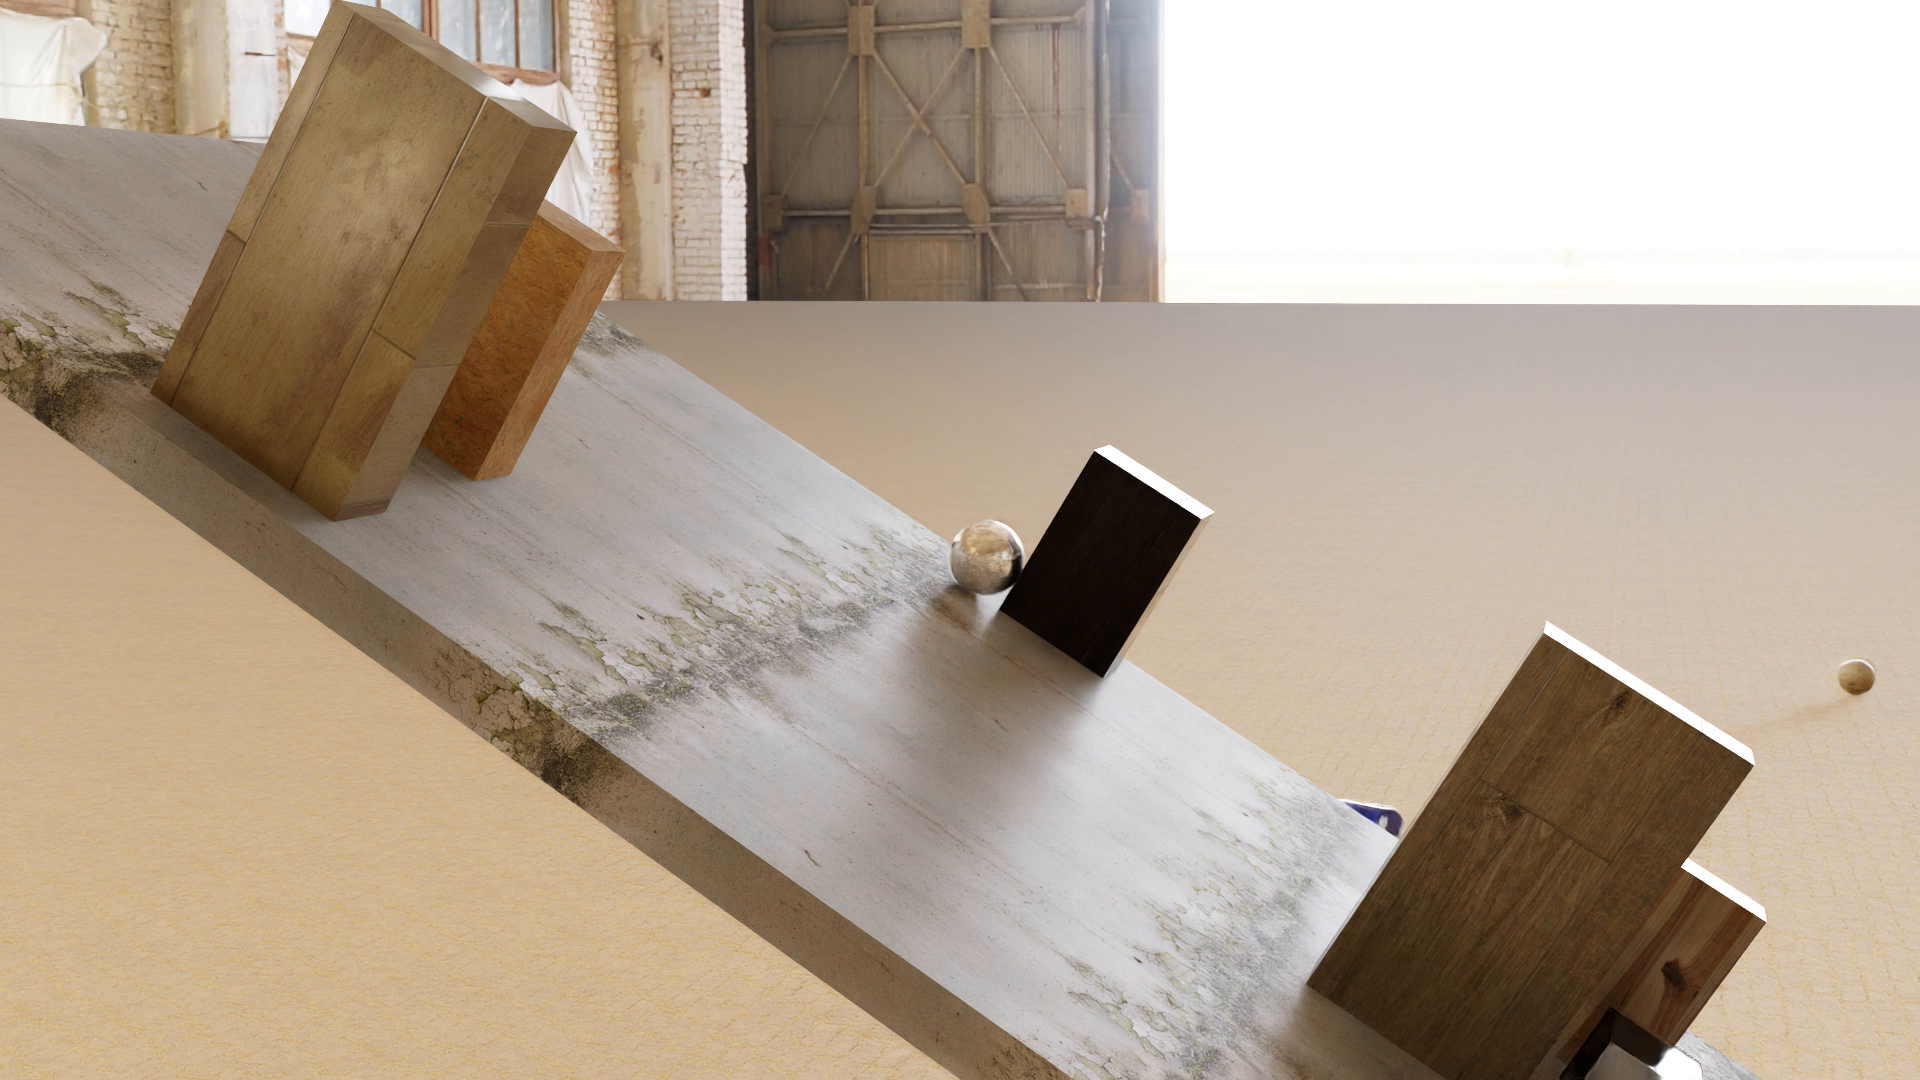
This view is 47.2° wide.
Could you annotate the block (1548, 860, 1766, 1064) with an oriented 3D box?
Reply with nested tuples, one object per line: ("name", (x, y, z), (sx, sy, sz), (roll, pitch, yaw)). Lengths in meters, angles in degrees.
("block", (1.209, 0.763, 4.131), (0.397, 0.437, 0.096), (33, 15, 11))

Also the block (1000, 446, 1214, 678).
("block", (0.320, 0.046, 4.817), (0.274, 0.415, 0.143), (33, 15, 11))

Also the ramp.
("ramp", (-0.168, 0.277, 4.120), (4.000, 0.100, 2.000), (33, 15, 11))

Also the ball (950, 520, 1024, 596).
("ball", (0.059, 0.039, 4.824), (0.165, 0.165, 0.165), (0, 7, 0))

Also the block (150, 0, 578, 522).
("block", (-0.927, -0.426, 3.398), (0.377, 0.691, 0.144), (33, 15, 11))

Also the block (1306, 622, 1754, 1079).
("block", (0.955, 0.557, 3.722), (0.390, 0.737, 0.120), (33, 15, 11))

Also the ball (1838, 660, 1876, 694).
("ball", (3.958, 0.606, 9.710), (0.157, 0.157, 0.157), (0, 7, 0))

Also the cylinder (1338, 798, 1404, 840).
("cylinder", (1.249, 0.923, 6.880), (0.201, 0.201, 0.201), (6, 9, 43))

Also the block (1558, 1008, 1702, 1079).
("block", (1.172, 0.974, 3.867), (0.182, 0.182, 0.182), (33, 15, 10))

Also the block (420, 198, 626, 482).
("block", (-0.889, -0.417, 3.891), (0.418, 0.465, 0.129), (33, 15, 11))
